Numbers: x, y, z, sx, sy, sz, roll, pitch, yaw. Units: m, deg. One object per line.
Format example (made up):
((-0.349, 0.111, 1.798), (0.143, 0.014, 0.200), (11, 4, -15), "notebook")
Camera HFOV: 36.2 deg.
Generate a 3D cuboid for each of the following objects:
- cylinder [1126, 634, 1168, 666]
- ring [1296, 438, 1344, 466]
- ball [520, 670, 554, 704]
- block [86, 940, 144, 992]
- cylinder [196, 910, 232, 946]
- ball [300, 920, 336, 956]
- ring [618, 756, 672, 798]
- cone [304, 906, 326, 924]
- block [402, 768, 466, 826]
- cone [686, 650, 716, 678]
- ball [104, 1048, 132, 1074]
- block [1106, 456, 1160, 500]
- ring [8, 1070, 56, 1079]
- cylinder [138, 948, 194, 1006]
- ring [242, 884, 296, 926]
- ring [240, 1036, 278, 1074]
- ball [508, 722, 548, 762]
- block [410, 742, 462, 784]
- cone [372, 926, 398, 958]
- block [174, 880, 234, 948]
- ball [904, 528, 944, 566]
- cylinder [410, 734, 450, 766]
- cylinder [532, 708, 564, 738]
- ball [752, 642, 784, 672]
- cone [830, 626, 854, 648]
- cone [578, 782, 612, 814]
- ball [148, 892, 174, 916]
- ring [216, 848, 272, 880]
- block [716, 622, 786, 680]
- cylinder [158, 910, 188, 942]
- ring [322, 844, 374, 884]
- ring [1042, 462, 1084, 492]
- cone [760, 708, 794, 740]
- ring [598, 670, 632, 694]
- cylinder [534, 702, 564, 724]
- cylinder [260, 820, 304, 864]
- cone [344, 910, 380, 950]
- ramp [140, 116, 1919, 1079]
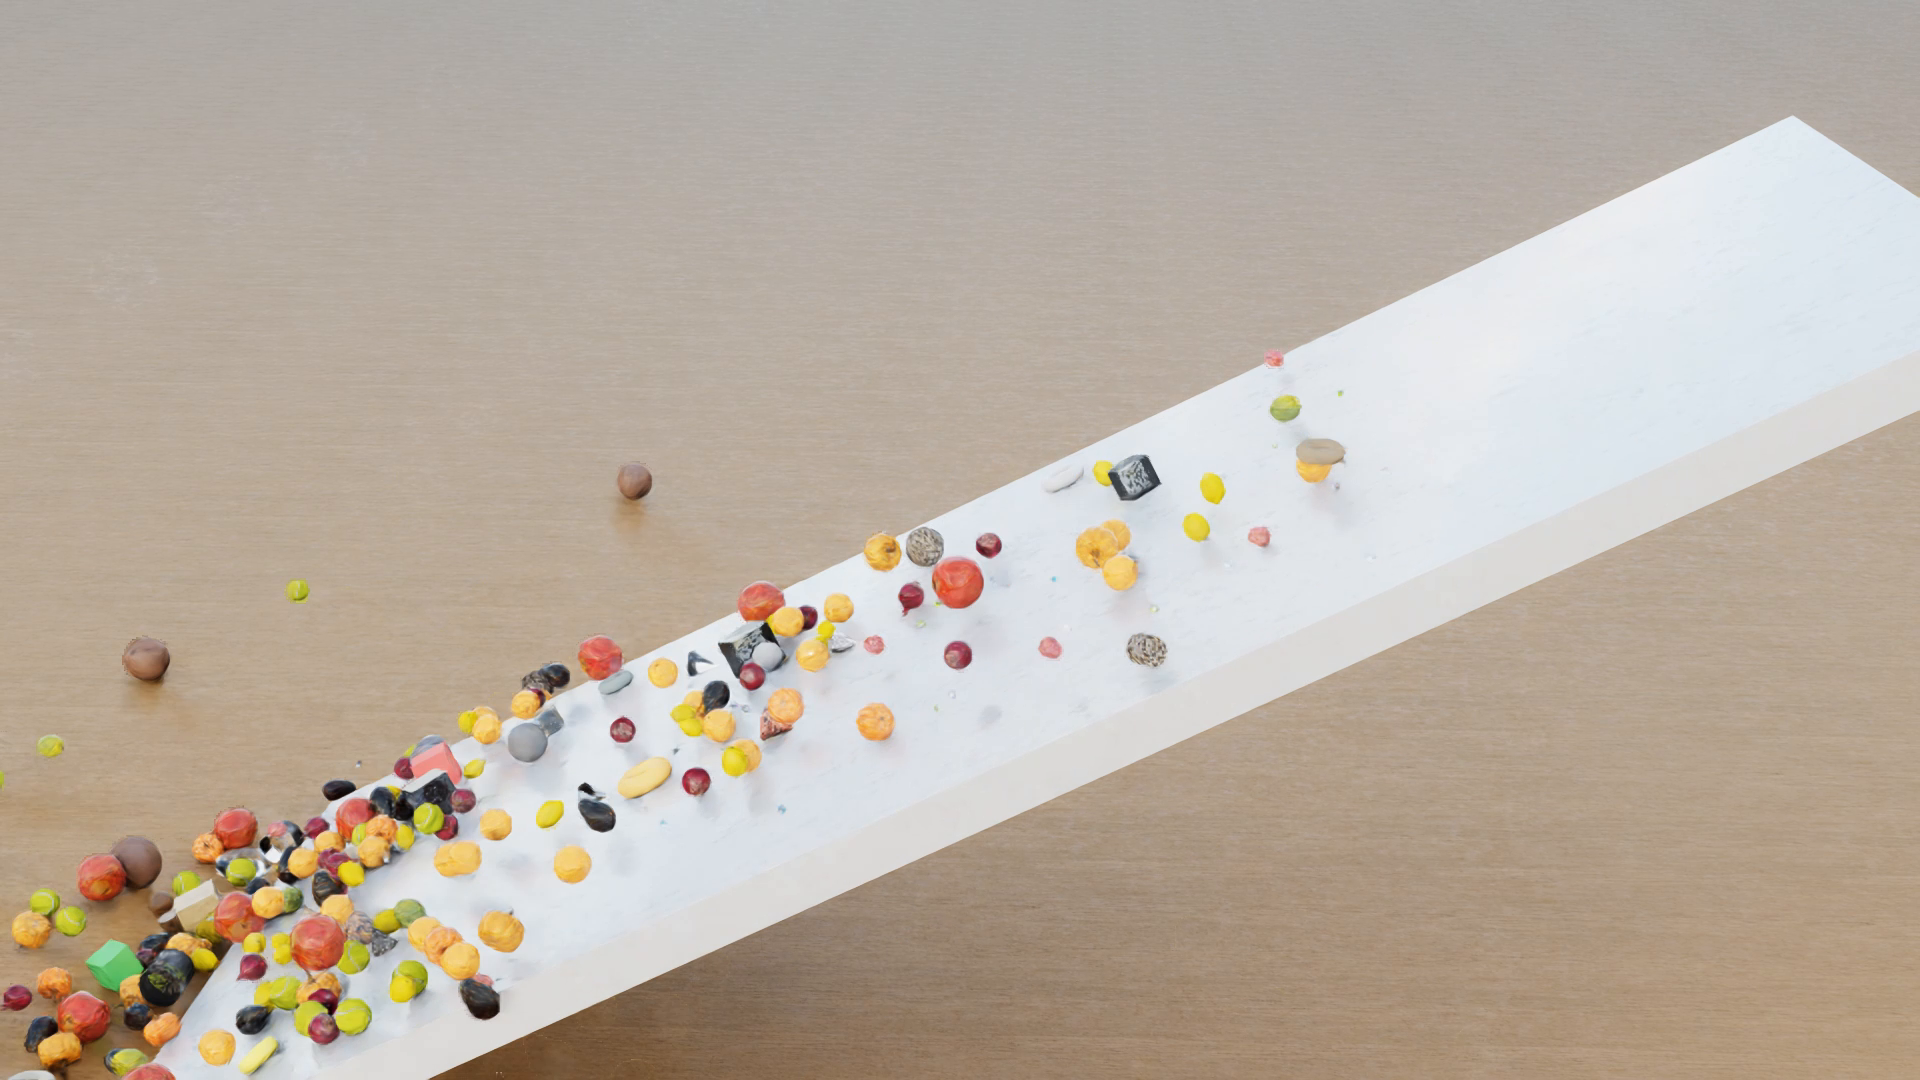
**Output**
((0.342, 0.202, 5.399), (0.057, 0.057, 0.057), (-7, 5, -22), "cylinder")
((0.725, -0.177, 5.916), (0.098, 0.033, 0.098), (0, 22, 0), "ring")
((-1.229, 0.427, 8.553), (0.095, 0.095, 0.095), (0, 17, 0), "ball")
((-1.924, 0.969, 6.695), (0.077, 0.077, 0.077), (6, 41, 45), "block")
((-1.728, 0.899, 6.807), (0.064, 0.064, 0.064), (1, 14, 4), "cylinder")
((-1.369, 0.850, 6.275), (0.076, 0.076, 0.076), (0, 17, 0), "ball")
((-0.674, 0.507, 6.284), (0.126, 0.042, 0.126), (-26, 15, 7), "ring")
((-1.444, 0.833, 6.536), (0.051, 0.051, 0.051), (-26, 14, 7), "cone")
((-1.236, 0.603, 6.898), (0.093, 0.093, 0.093), (-33, 15, -22), "block")
((-0.605, 0.295, 6.961), (0.067, 0.067, 0.067), (4, 17, 11), "cone")
((-1.774, 1.098, 6.197), (0.054, 0.054, 0.054), (0, 17, 0), "ball")
((0.387, -0.139, 6.567), (0.073, 0.073, 0.073), (-33, 14, -21), "block")
((-1.961, 1.154, 6.203), (0.113, 0.038, 0.113), (-1, 17, 0), "ring")
((-1.758, 0.969, 6.519), (0.094, 0.094, 0.094), (1, 22, 5), "cylinder")
((-1.600, 0.845, 6.806), (0.134, 0.045, 0.134), (-25, 15, 7), "ring")
((-1.370, 1.007, 5.745), (0.030, 0.091, 0.091), (46, 25, 2), "ring")
((-1.022, 0.478, 6.945), (0.094, 0.094, 0.094), (0, 17, 0), "ball")
((-1.271, 0.558, 7.143), (0.088, 0.088, 0.088), (-27, 13, 0), "block")
((-1.205, 0.823, 6.097), (0.059, 0.059, 0.059), (-26, 14, 7), "cone")
((-1.777, 0.877, 6.909), (0.099, 0.099, 0.099), (-27, 20, -10), "block")
((-0.082, 0.016, 6.854), (0.093, 0.093, 0.093), (0, 17, 0), "ball")
((-1.324, 0.537, 7.346), (0.078, 0.078, 0.078), (2, 20, 8), "cylinder")
((-0.994, 0.442, 7.107), (0.057, 0.057, 0.057), (-29, 22, -7), "cylinder")
((-0.435, 0.265, 6.659), (0.070, 0.070, 0.070), (0, 17, 0), "ball")
((-0.250, 0.228, 6.540), (0.054, 0.054, 0.054), (34, 30, 22), "cone")
((-0.779, 0.553, 6.338), (0.066, 0.066, 0.066), (-4, 15, -42), "cone")
((-1.929, 0.877, 7.101), (0.058, 0.058, 0.058), (0, 17, 0), "ball")
((-1.791, 0.810, 7.349), (0.137, 0.046, 0.137), (4, 17, -1), "ring")
((-0.478, 0.252, 6.734), (0.096, 0.096, 0.096), (-34, 15, -24), "block")
((-1.856, 0.911, 6.957), (0.057, 0.057, 0.057), (-21, 20, 8), "cylinder")
((-1.416, 0.751, 6.804), (0.130, 0.043, 0.130), (-25, 15, 7), "ring")
((0.243, -0.148, 6.960), (0.109, 0.036, 0.109), (-26, 12, 6), "ring")
((-0.377, 0.390, 6.169), (0.068, 0.068, 0.068), (6, 18, 17), "cone")
((-0.845, 0.350, 7.220), (0.092, 0.031, 0.092), (-26, 12, 6), "ring")
((-1.000, 0.433, 7.164), (0.052, 0.052, 0.052), (-26, 14, 7), "cylinder")
((-1.672, 0.744, 7.252), (0.076, 0.076, 0.076), (7, 30, 23), "cylinder")
((-1.236, 0.828, 6.184), (0.085, 0.085, 0.085), (9, 19, 22), "cone")
((0.139, 0.168, 6.281), (4.000, 0.100, 2.000), (-25, 14, 10), "ramp")
